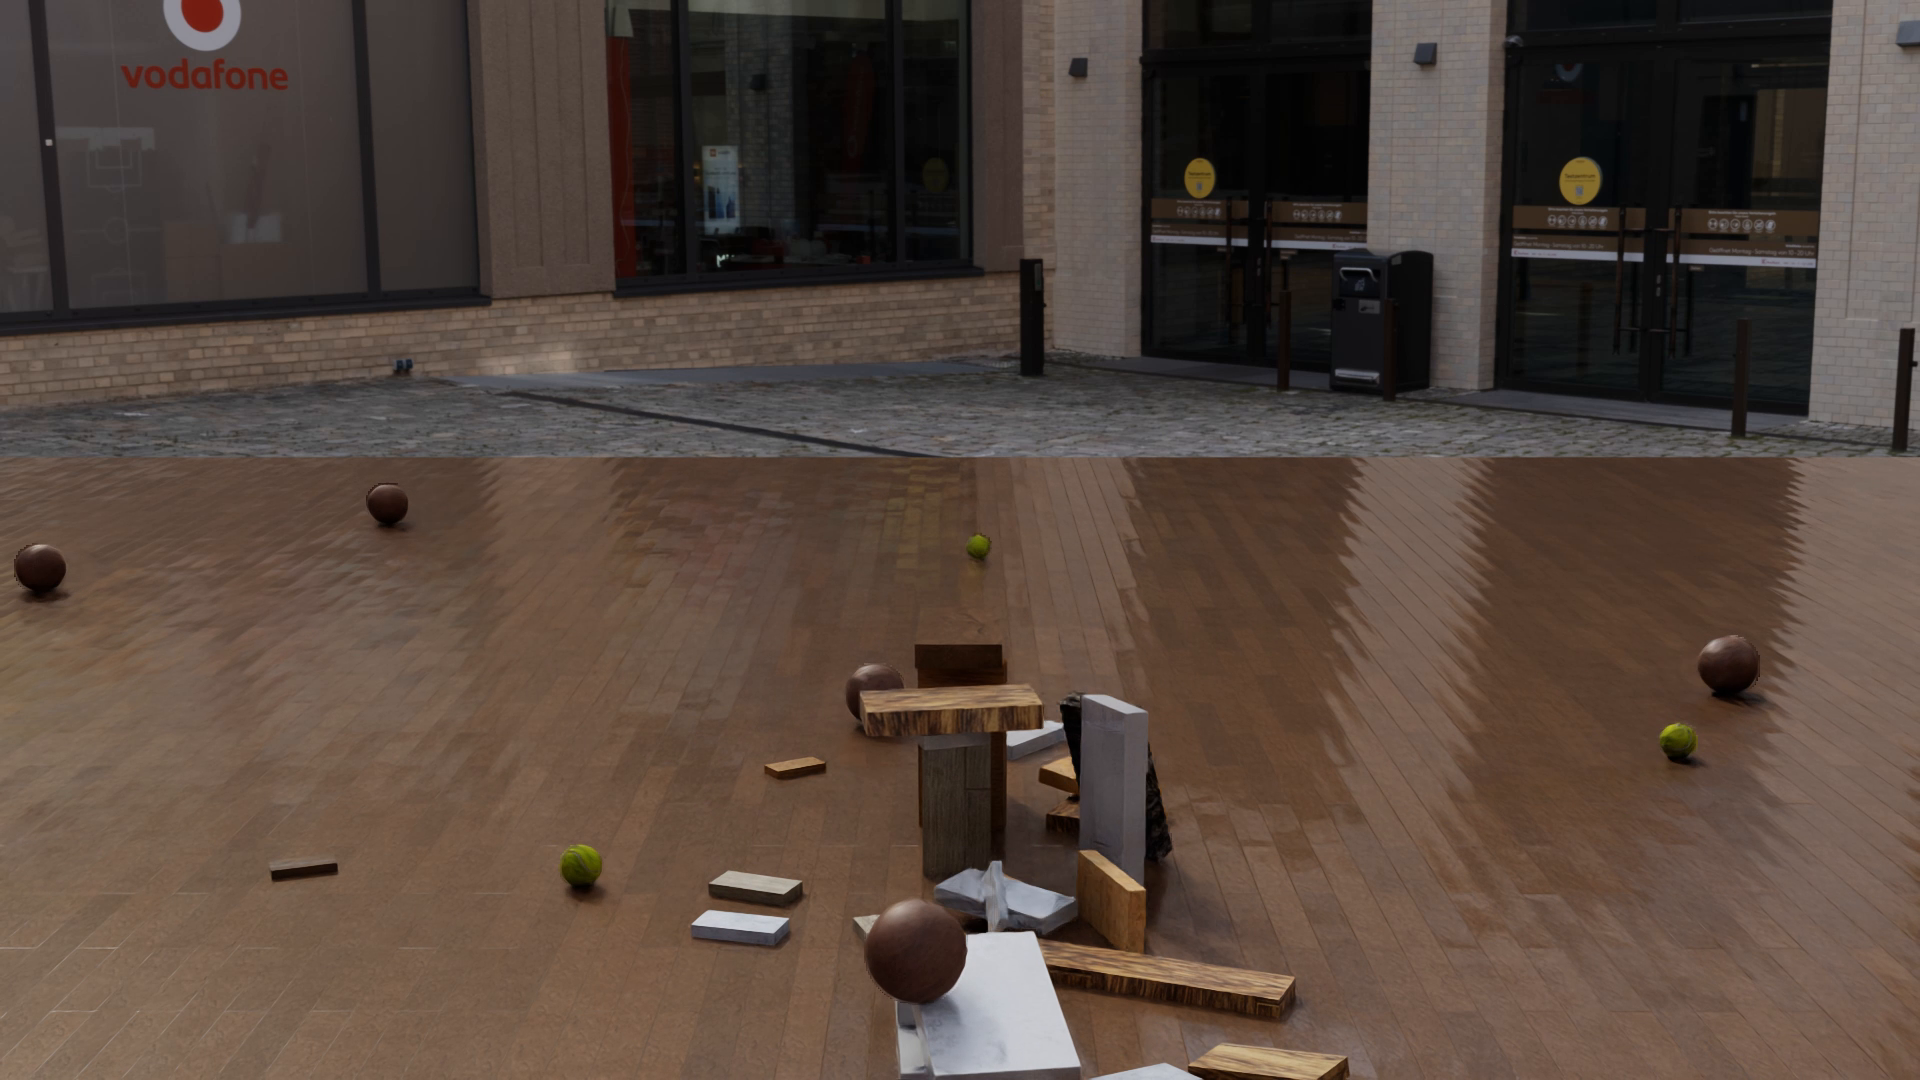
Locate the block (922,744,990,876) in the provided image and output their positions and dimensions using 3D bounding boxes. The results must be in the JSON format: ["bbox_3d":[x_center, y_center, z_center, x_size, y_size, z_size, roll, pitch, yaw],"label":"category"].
[{"bbox_3d":[-0.006,0.456,3.753,0.116,0.232,0.033,0,11,0],"label":"block"}]

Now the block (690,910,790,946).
[{"bbox_3d":[-0.348,0.614,3.485,0.140,0.020,0.070,3,11,16],"label":"block"}]

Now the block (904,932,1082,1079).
[{"bbox_3d":[0.035,0.611,2.821,0.178,0.050,0.355,-2,17,-7],"label":"block"}]

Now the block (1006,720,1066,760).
[{"bbox_3d":[0.127,0.410,4.556,0.103,0.029,0.206,8,13,36],"label":"block"}]

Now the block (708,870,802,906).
[{"bbox_3d":[-0.341,0.580,3.667,0.139,0.020,0.070,4,11,22],"label":"block"}]

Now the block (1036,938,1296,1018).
[{"bbox_3d":[0.258,0.648,3.286,0.472,0.027,0.095,4,11,22],"label":"block"}]

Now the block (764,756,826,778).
[{"bbox_3d":[-0.327,0.452,4.368,0.109,0.015,0.054,-7,13,-33],"label":"block"}]

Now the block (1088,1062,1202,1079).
[{"bbox_3d":[0.272,0.718,2.779,0.126,0.036,0.251,-5,3,-25],"label":"block"}]

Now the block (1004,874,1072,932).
[{"bbox_3d":[0.078,0.590,3.590,0.103,0.029,0.206,-8,13,-36],"label":"block"}]

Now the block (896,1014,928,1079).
[{"bbox_3d":[0.007,0.680,2.917,0.178,0.050,0.356,-1,3,-3],"label":"block"}]

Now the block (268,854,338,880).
[{"bbox_3d":[-1.130,0.561,3.782,0.109,0.015,0.054,-4,11,-23],"label":"block"}]

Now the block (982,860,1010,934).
[{"bbox_3d":[0.055,0.557,3.403,0.015,0.054,0.108,7,45,-15],"label":"block"}]

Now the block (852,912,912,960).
[{"bbox_3d":[-0.114,0.621,3.449,0.070,0.020,0.139,-4,11,-20],"label":"block"}]

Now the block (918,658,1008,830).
[{"bbox_3d":[0.005,0.370,4.003,0.155,0.311,0.044,2,11,9],"label":"block"}]

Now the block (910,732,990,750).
[{"bbox_3d":[-0.039,0.312,3.801,0.116,0.033,0.232,-4,11,-17],"label":"block"}]

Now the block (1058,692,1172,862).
[{"bbox_3d":[0.271,0.412,3.827,0.148,0.295,0.042,9,33,41],"label":"block"}]

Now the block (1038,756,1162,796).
[{"bbox_3d":[0.261,0.457,4.109,0.206,0.029,0.103,16,16,33],"label":"block"}]

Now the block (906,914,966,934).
[{"bbox_3d":[-0.032,0.611,3.415,0.054,0.015,0.108,-5,14,-34],"label":"block"}]

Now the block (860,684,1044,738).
[{"bbox_3d":[-0.017,0.288,3.727,0.295,0.042,0.148,-2,11,-8],"label":"block"}]

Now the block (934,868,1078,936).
[{"bbox_3d":[0.072,0.575,3.500,0.206,0.029,0.103,11,16,34],"label":"block"}]

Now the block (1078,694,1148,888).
[{"bbox_3d":[0.252,0.429,3.630,0.042,0.325,0.148,-3,9,-25],"label":"block"}]

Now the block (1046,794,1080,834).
[{"bbox_3d":[0.246,0.500,4.076,0.103,0.029,0.206,5,12,25],"label":"block"}]

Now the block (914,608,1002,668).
[{"bbox_3d":[0.000,0.179,4.061,0.155,0.044,0.310,0,11,1],"label":"block"}]

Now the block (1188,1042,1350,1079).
[{"bbox_3d":[0.408,0.703,2.912,0.189,0.027,0.095,-3,7,37],"label":"block"}]

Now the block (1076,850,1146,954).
[{"bbox_3d":[0.238,0.572,3.481,0.029,0.103,0.206,-2,10,-19],"label":"block"}]

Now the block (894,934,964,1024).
[{"bbox_3d":[-0.002,0.620,3.126,0.178,0.050,0.356,0,1,-2],"label":"block"}]
